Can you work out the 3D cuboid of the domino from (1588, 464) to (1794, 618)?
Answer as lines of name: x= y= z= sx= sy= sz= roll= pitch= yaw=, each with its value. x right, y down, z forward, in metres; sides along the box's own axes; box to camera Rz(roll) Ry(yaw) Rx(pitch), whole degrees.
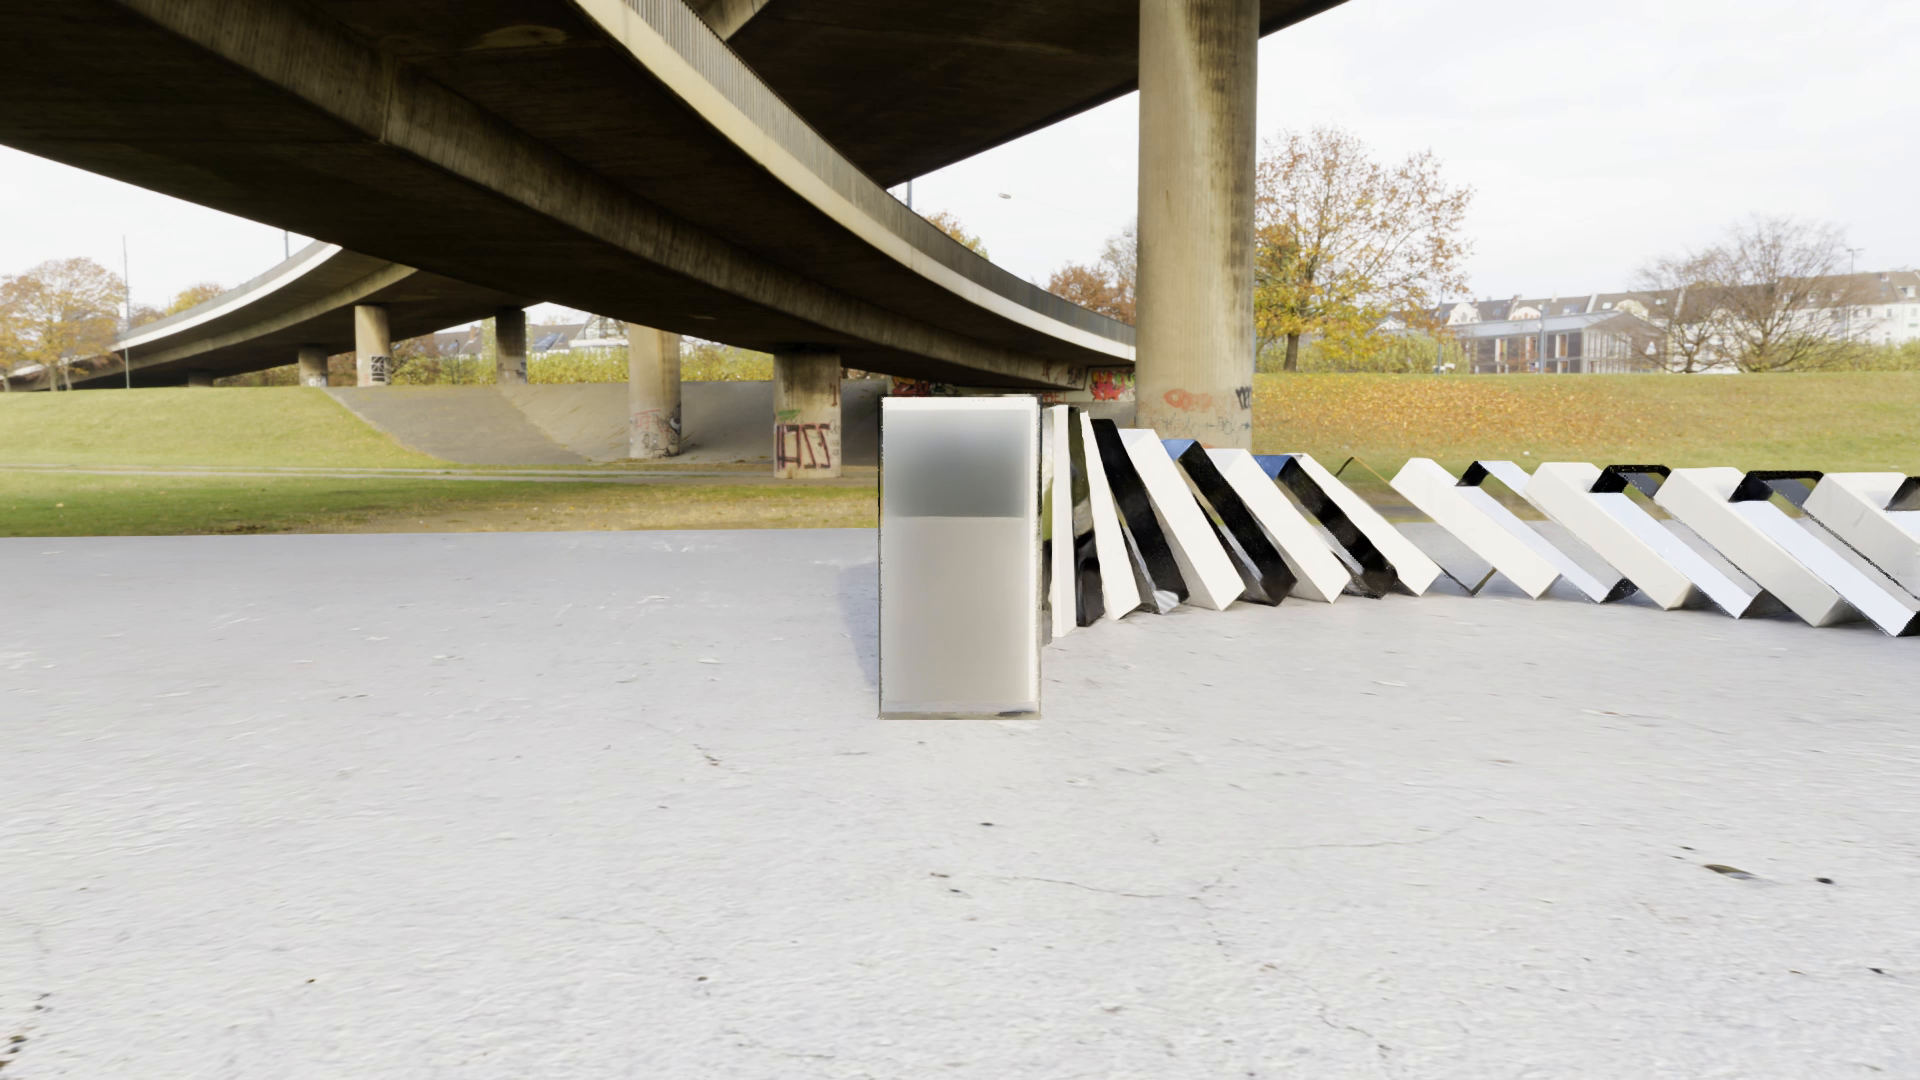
domino: x=0.192 y=-0.001 z=0.333 sx=0.025 sy=0.010 sz=0.050 roll=-2 pitch=40 yaw=-30

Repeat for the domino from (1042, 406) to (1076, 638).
domino: x=0.012 y=-0.004 z=0.287 sx=0.025 sy=0.050 sz=0.009 roll=2 pitch=13 yaw=26

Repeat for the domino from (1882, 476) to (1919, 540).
domino: x=0.225 y=0.005 z=0.269 sx=0.025 sy=0.009 sz=0.050 roll=-1 pitch=38 yaw=-15

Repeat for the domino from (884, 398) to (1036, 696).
domino: x=0.000 y=0.001 z=0.219 sx=0.025 sy=0.050 sz=0.010 roll=0 pitch=4 yaw=1

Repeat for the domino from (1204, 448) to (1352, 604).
domino: x=0.081 y=-0.004 z=0.346 sx=0.050 sy=0.010 sz=0.025 roll=45 pitch=-15 yaw=-21

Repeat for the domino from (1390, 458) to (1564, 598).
domino: x=0.149 y=-0.004 z=0.367 sx=0.050 sy=0.010 sz=0.025 roll=44 pitch=24 yaw=23

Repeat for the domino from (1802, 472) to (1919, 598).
domino: x=0.218 y=0.003 z=0.286 sx=0.025 sy=0.010 sz=0.050 roll=-1 pitch=38 yaw=-18

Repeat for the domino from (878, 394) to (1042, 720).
domino: x=0.000 y=0.002 z=0.201 sx=0.025 sy=0.050 sz=0.009 roll=0 pitch=4 yaw=0

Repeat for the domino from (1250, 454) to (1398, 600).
domino: x=0.095 y=-0.004 z=0.354 sx=0.050 sy=0.010 sz=0.025 roll=42 pitch=-13 yaw=-22

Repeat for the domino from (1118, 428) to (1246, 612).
domino: x=0.051 y=-0.005 z=0.331 sx=0.010 sy=0.050 sz=0.025 roll=-39 pitch=19 yaw=-18

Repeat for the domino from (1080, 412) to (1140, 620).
domino: x=0.026 y=-0.006 z=0.314 sx=0.009 sy=0.050 sz=0.025 roll=-30 pitch=21 yaw=-33

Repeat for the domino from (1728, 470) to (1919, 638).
domino: x=0.211 y=0.002 z=0.302 sx=0.025 sy=0.010 sz=0.050 roll=-2 pitch=39 yaw=-22

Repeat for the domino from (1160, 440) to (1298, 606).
domino: x=0.065 y=-0.005 z=0.339 sx=0.010 sy=0.050 sz=0.025 roll=-46 pitch=21 yaw=-16

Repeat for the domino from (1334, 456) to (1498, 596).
domino: x=0.131 y=-0.005 z=0.371 sx=0.050 sy=0.009 sz=0.025 roll=41 pitch=15 yaw=14

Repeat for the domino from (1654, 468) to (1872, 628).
domino: x=0.201 y=0.001 z=0.318 sx=0.025 sy=0.009 sz=0.050 roll=-2 pitch=40 yaw=-27

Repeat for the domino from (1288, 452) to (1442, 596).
domino: x=0.112 y=-0.005 z=0.367 sx=0.050 sy=0.009 sz=0.025 roll=40 pitch=3 yaw=-1

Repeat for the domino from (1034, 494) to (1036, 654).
domino: x=0.002 y=-0.002 z=0.255 sx=0.025 sy=0.050 sz=0.010 roll=1 pitch=4 yaw=9

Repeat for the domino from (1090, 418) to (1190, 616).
domino: x=0.038 y=-0.006 z=0.324 sx=0.010 sy=0.050 sz=0.025 roll=-32 pitch=17 yaw=-20

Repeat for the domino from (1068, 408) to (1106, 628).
domino: x=0.018 y=-0.005 z=0.301 sx=0.025 sy=0.050 sz=0.009 roll=3 pitch=21 yaw=34

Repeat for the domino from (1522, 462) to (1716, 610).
domino: x=0.180 y=-0.002 z=0.347 sx=0.025 sy=0.009 sz=0.050 roll=-2 pitch=41 yaw=-35

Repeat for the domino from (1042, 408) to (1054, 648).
domino: x=0.006 y=-0.003 z=0.273 sx=0.025 sy=0.050 sz=0.009 roll=1 pitch=4 yaw=17

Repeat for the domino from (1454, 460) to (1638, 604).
domino: x=0.166 y=-0.003 z=0.359 sx=0.025 sy=0.010 sz=0.050 roll=-3 pitch=41 yaw=-45
